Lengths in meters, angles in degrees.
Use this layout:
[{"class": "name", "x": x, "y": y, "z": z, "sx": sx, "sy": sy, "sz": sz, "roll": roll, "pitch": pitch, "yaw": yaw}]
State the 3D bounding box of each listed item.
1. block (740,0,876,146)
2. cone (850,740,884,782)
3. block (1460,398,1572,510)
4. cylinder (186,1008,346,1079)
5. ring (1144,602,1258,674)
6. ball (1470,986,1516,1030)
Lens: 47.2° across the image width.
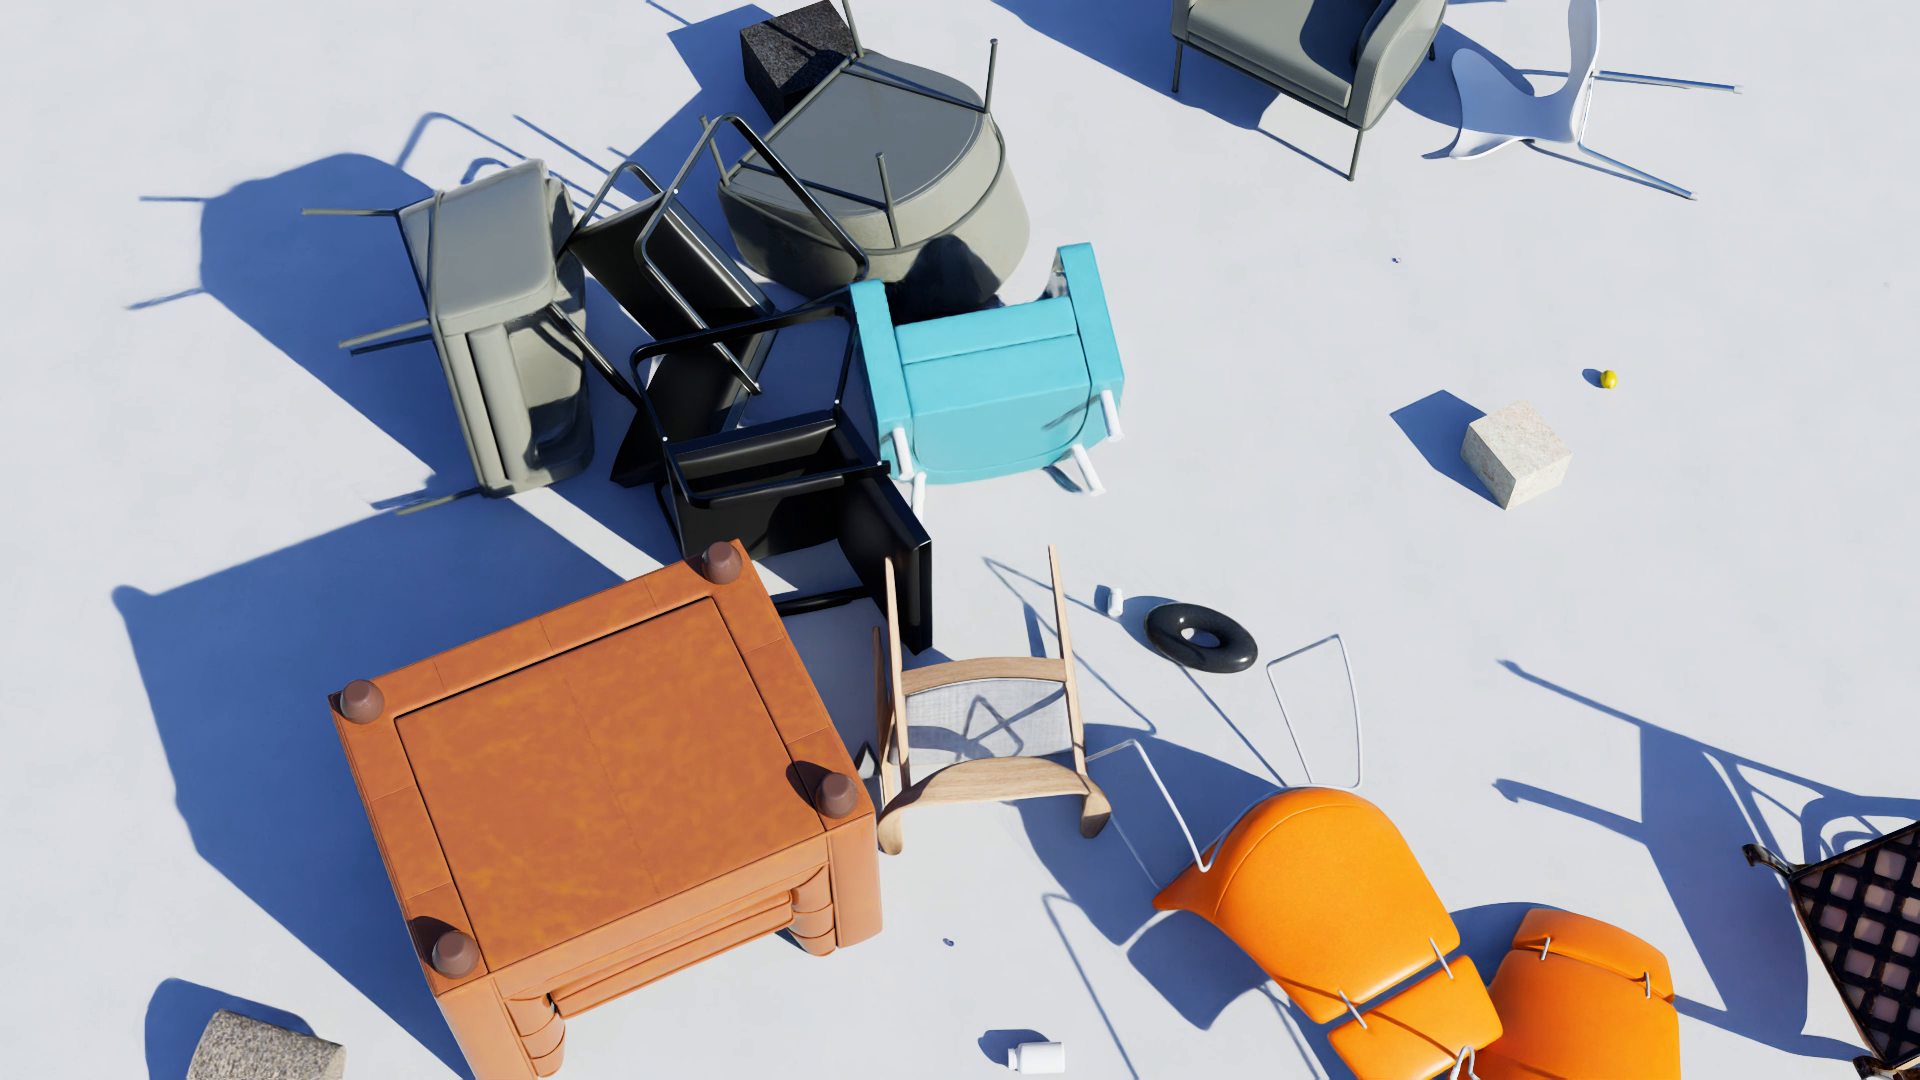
[{"class": "block", "x": -0.519, "y": -1.599, "z": 7.508, "sx": 0.334, "sy": 0.231, "sz": 0.353, "roll": -23, "pitch": 59, "yaw": -15}, {"class": "cone", "x": -0.245, "y": 0.635, "z": 6.125, "sx": 0.086, "sy": 0.085, "sz": 0.135, "roll": 27, "pitch": 55, "yaw": -14}, {"class": "block", "x": 1.680, "y": -0.260, "z": 6.652, "sx": 0.206, "sy": 0.159, "sz": 0.238, "roll": -24, "pitch": 59, "yaw": -15}, {"class": "cylinder", "x": -1.758, "y": 1.372, "z": 5.549, "sx": 0.339, "sy": 0.147, "sz": 0.291, "roll": 14, "pitch": 79, "yaw": 9}, {"class": "ring", "x": 0.694, "y": 0.282, "z": 6.336, "sx": 0.345, "sy": 0.082, "sz": 0.196, "roll": 20, "pitch": 59, "yaw": 12}, {"class": "ball", "x": 1.382, "y": 1.211, "z": 5.692, "sx": 0.115, "sy": 0.115, "sz": 0.115, "roll": 0, "pitch": 56, "yaw": 0}]
